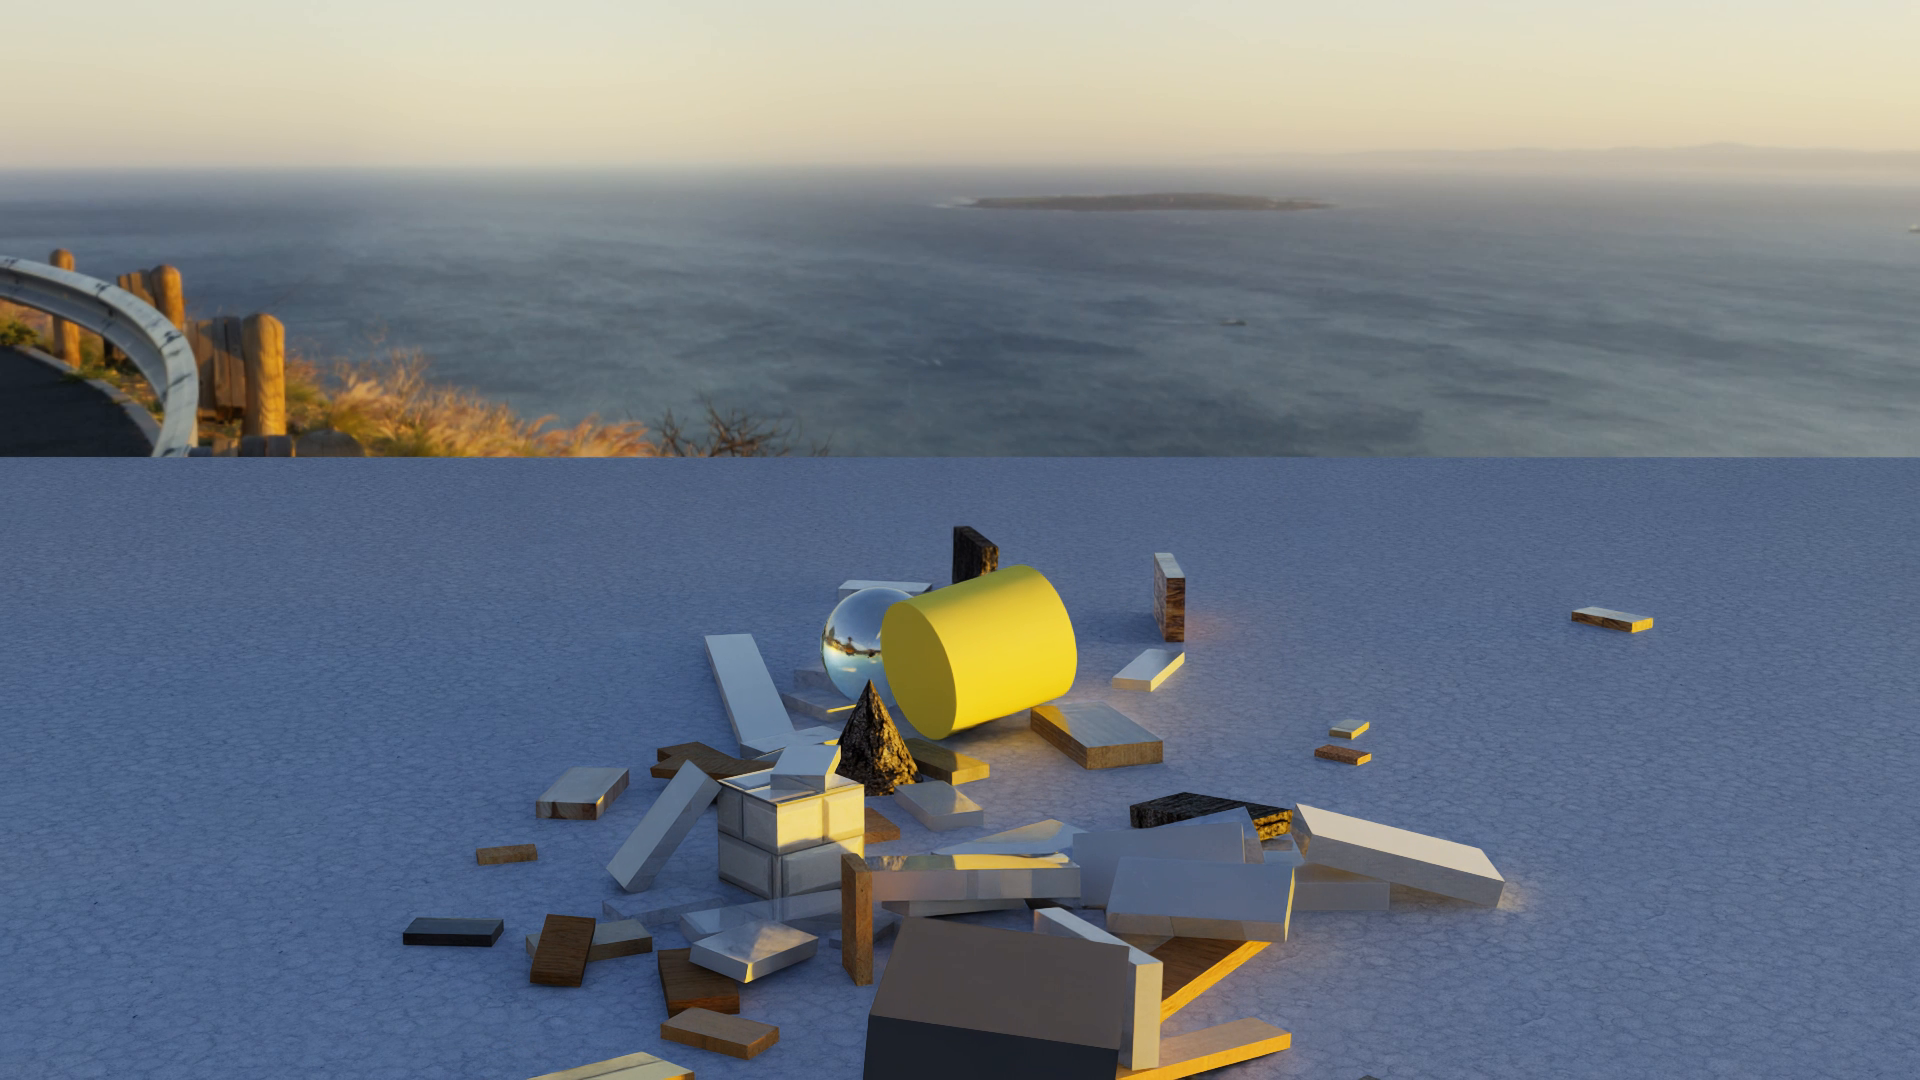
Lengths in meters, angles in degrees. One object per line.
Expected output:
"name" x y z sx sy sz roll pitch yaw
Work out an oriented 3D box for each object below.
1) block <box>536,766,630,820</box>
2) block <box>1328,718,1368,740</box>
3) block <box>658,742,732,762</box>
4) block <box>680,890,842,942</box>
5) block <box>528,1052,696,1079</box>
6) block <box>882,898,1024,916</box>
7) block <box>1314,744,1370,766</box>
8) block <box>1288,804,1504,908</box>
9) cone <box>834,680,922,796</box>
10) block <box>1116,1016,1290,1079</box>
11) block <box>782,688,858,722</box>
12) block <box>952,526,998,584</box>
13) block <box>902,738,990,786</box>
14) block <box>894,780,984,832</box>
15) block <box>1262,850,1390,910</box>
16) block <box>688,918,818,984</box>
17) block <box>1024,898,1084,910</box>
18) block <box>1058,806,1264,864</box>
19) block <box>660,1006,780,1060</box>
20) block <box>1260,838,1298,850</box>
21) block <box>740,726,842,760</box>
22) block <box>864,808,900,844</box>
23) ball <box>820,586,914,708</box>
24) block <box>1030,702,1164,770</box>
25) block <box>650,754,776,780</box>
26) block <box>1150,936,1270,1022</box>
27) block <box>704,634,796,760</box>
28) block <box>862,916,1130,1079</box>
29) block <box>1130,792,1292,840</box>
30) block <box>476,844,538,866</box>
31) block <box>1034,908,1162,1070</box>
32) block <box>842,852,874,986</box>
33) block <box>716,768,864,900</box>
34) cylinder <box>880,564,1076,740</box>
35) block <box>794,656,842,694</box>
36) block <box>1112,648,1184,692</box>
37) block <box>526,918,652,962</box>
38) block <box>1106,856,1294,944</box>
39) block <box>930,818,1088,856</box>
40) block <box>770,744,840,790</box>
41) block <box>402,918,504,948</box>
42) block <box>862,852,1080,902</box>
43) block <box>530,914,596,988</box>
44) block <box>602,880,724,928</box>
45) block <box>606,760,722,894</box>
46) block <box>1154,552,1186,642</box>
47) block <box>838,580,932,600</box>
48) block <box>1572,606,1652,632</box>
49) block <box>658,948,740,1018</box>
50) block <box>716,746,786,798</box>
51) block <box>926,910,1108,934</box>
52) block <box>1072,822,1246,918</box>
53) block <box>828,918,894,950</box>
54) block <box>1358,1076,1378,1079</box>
"block" -0.714 0.480 4.175 0.114 0.032 0.229 1 11 7
"block" 0.823 0.400 4.655 0.050 0.014 0.101 6 12 30
"block" -0.520 0.443 4.391 0.092 0.026 0.185 -7 13 -35
"block" -0.301 0.606 3.507 0.272 0.029 0.101 -5 12 -25
"block" -0.517 0.717 2.772 0.330 0.046 0.164 -7 1 -32
"block" -0.011 0.571 3.495 0.203 0.029 0.101 0 0 -27
"block" 0.776 0.436 4.461 0.101 0.014 0.050 9 14 40
"block" 0.725 0.525 3.669 0.329 0.047 0.164 14 10 -3
"cone" -0.175 0.370 4.289 0.207 0.207 0.207 0 11 0
"block" 0.255 0.698 2.932 0.464 0.021 0.075 -3 10 -39
"block" -0.304 0.361 4.833 0.091 0.026 0.183 -8 13 -36
"block" 0.040 0.071 6.011 0.046 0.163 0.327 -1 10 -13
"block" -0.054 0.441 4.397 0.092 0.026 0.245 -8 13 -37
"block" -0.041 0.495 4.103 0.101 0.029 0.203 -4 11 -21
"block" 0.536 0.567 3.666 0.329 0.047 0.164 0 11 0
"block" -0.310 0.619 3.326 0.101 0.029 0.202 15 9 26
"block" 0.152 0.588 3.532 0.111 0.055 0.016 9 51 41
"block" 0.332 0.528 3.671 0.328 0.047 0.164 -13 10 2
"block" -0.336 0.689 3.077 0.149 0.021 0.075 6 12 29
"block" 0.563 0.548 3.824 0.181 0.026 0.090 4 11 20
"block" -0.325 0.411 4.377 0.203 0.029 0.101 -9 14 -39
"block" -0.168 0.519 3.998 0.070 0.020 0.140 -5 12 -24
"ball" -0.175 0.236 4.848 0.266 0.266 0.266 0 11 0
"block" 0.279 0.402 4.552 0.164 0.046 0.328 -3 11 -18
"block" -0.433 0.438 4.166 0.382 0.020 0.070 -1 17 41
"block" 0.087 0.713 2.925 0.104 0.030 1.358 7 12 32
"block" -0.438 0.374 4.742 0.114 0.032 1.399 -2 11 -11
"block" 0.039 0.637 2.558 0.275 0.275 0.275 7 14 5
"block" 0.450 0.500 3.954 0.138 0.039 0.275 -8 6 -38
"block" -0.793 0.550 3.845 0.101 0.014 0.050 -3 11 -16
"block" 0.182 0.606 2.993 0.040 0.141 0.282 -1 7 -26
"block" -0.155 0.569 3.301 0.025 0.176 0.088 -3 11 -17
"block" -0.285 0.493 3.706 0.177 0.177 0.177 -9 14 -39
"cylinder" 0.038 0.234 4.643 0.299 0.299 0.299 -17 18 -29
"block" -0.174 0.268 5.278 0.163 0.046 0.653 5 11 23
"block" 0.443 0.303 5.143 0.090 0.026 0.301 4 11 20
"block" -0.575 0.626 3.409 0.176 0.025 0.088 -5 12 -24
"block" 0.376 0.560 3.432 0.275 0.039 0.138 1 31 14
"block" 0.103 0.545 3.800 0.282 0.040 0.141 -9 14 -40
"block" -0.261 0.385 3.734 0.092 0.026 0.184 1 11 5
"block" -0.798 0.618 3.465 0.140 0.020 0.070 1 11 4
"block" 0.015 0.533 3.483 0.328 0.046 0.164 0 0 -7
"block" -0.600 0.621 3.330 0.075 0.021 0.149 6 24 -3
"block" -0.482 0.594 3.577 0.176 0.025 0.088 -7 12 -32
"block" -0.499 0.484 3.703 0.032 0.229 0.114 40 -8 -25
"block" 0.534 0.144 5.623 0.046 0.163 0.327 0 11 -1
"block" -0.204 0.141 5.993 0.236 0.033 0.118 2 11 11
"block" 1.681 0.205 5.674 0.090 0.026 0.181 -9 14 -39
"block" -0.388 0.653 3.253 0.101 0.029 0.202 -2 11 -12
"block" -0.423 0.452 4.203 0.234 0.026 0.091 -17 13 -20
"block" 0.086 0.617 3.413 0.282 0.040 0.141 0 11 0
"block" 0.322 0.533 3.550 0.275 0.039 0.138 -5 49 9
"block" -0.154 0.621 3.461 0.055 0.016 0.111 5 12 27
"block" 0.560 0.730 2.870 0.055 0.016 0.111 -10 14 -42
